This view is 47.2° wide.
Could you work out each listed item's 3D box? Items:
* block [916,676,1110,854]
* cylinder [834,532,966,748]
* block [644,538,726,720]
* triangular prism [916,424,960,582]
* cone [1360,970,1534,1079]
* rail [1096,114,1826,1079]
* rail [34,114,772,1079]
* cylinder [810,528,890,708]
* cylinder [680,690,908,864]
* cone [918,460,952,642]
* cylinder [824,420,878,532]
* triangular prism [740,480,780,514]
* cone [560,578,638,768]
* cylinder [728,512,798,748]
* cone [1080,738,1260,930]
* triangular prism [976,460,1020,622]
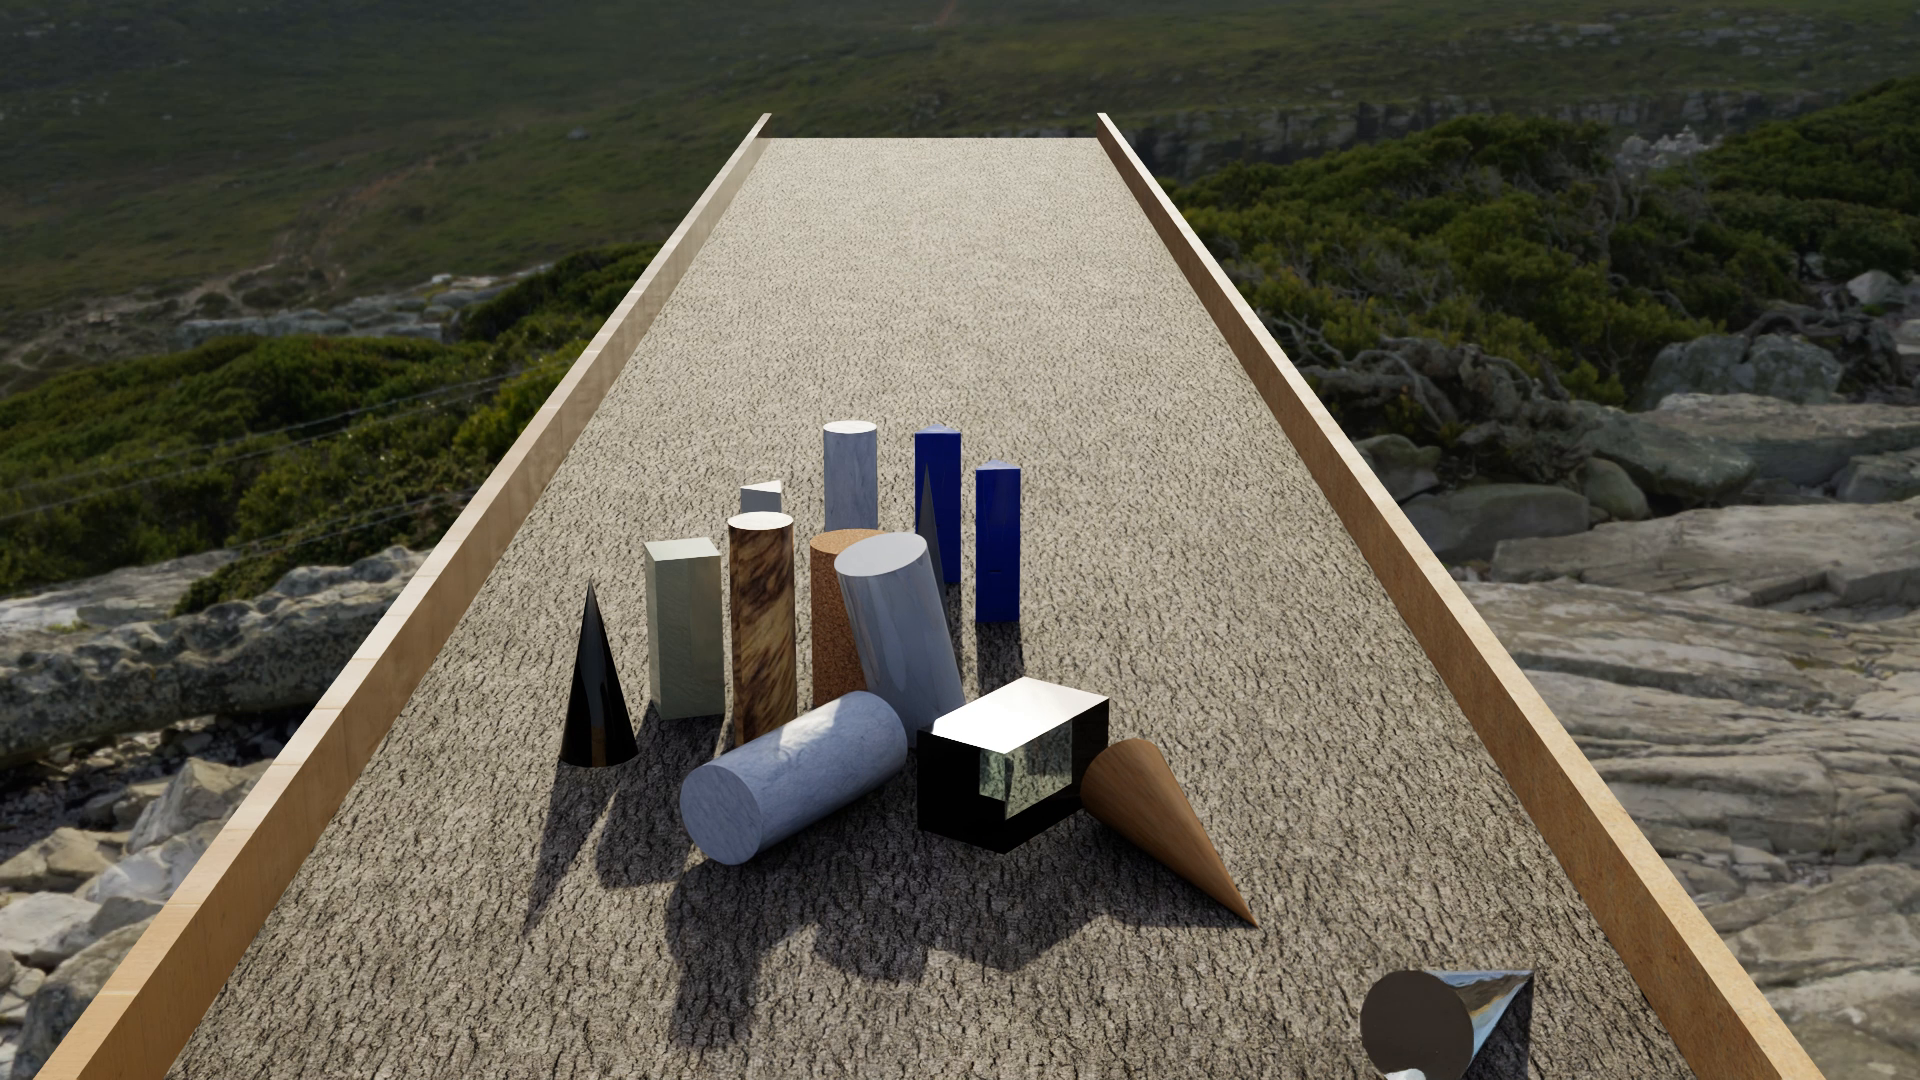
[{"bbox_3d":[0.091,0.371,3.673,0.175,0.175,0.309,12,20,34],"label":"block"},{"bbox_3d":[-0.103,0.180,3.954,0.168,0.350,0.168,-11,24,5],"label":"cylinder"},{"bbox_3d":[-0.516,0.165,4.125,0.122,0.311,0.122,-5,17,-17],"label":"block"},{"bbox_3d":[-0.050,-0.082,4.900,0.099,0.343,0.086,0,17,-1],"label":"triangular prism"},{"bbox_3d":[0.706,0.624,2.991,0.159,0.159,0.405,12,9,35],"label":"cone"},{"bbox_3d":[0.932,-0.844,7.801,0.050,0.150,12.000,0,17,-1],"label":"rail"},{"bbox_3d":[-1.118,-0.838,7.780,0.050,0.150,12.000,0,17,-1],"label":"rail"},{"bbox_3d":[-0.195,0.153,4.163,0.172,0.313,0.172,0,17,0],"label":"cylinder"},{"bbox_3d":[-0.268,0.387,3.631,0.168,0.168,0.397,11,20,32],"label":"cylinder"},{"bbox_3d":[-0.065,0.036,4.392,0.105,0.406,0.105,0,17,0],"label":"cone"},{"bbox_3d":[-0.230,-0.041,4.651,0.112,0.407,0.112,0,17,0],"label":"cylinder"},{"bbox_3d":[-0.374,0.065,4.377,0.089,0.360,0.077,7,18,23],"label":"triangular prism"},{"bbox_3d":[-0.648,0.221,3.897,0.140,0.334,0.140,0,17,0],"label":"cone"},{"bbox_3d":[-0.347,0.173,3.889,0.113,0.431,0.113,0,17,0],"label":"cylinder"},{"bbox_3d":[0.358,0.488,3.448,0.157,0.157,0.434,-8,29,-24],"label":"cone"},{"bbox_3d":[0.075,0.001,4.638,0.092,0.333,0.080,-2,17,-6],"label":"triangular prism"}]
